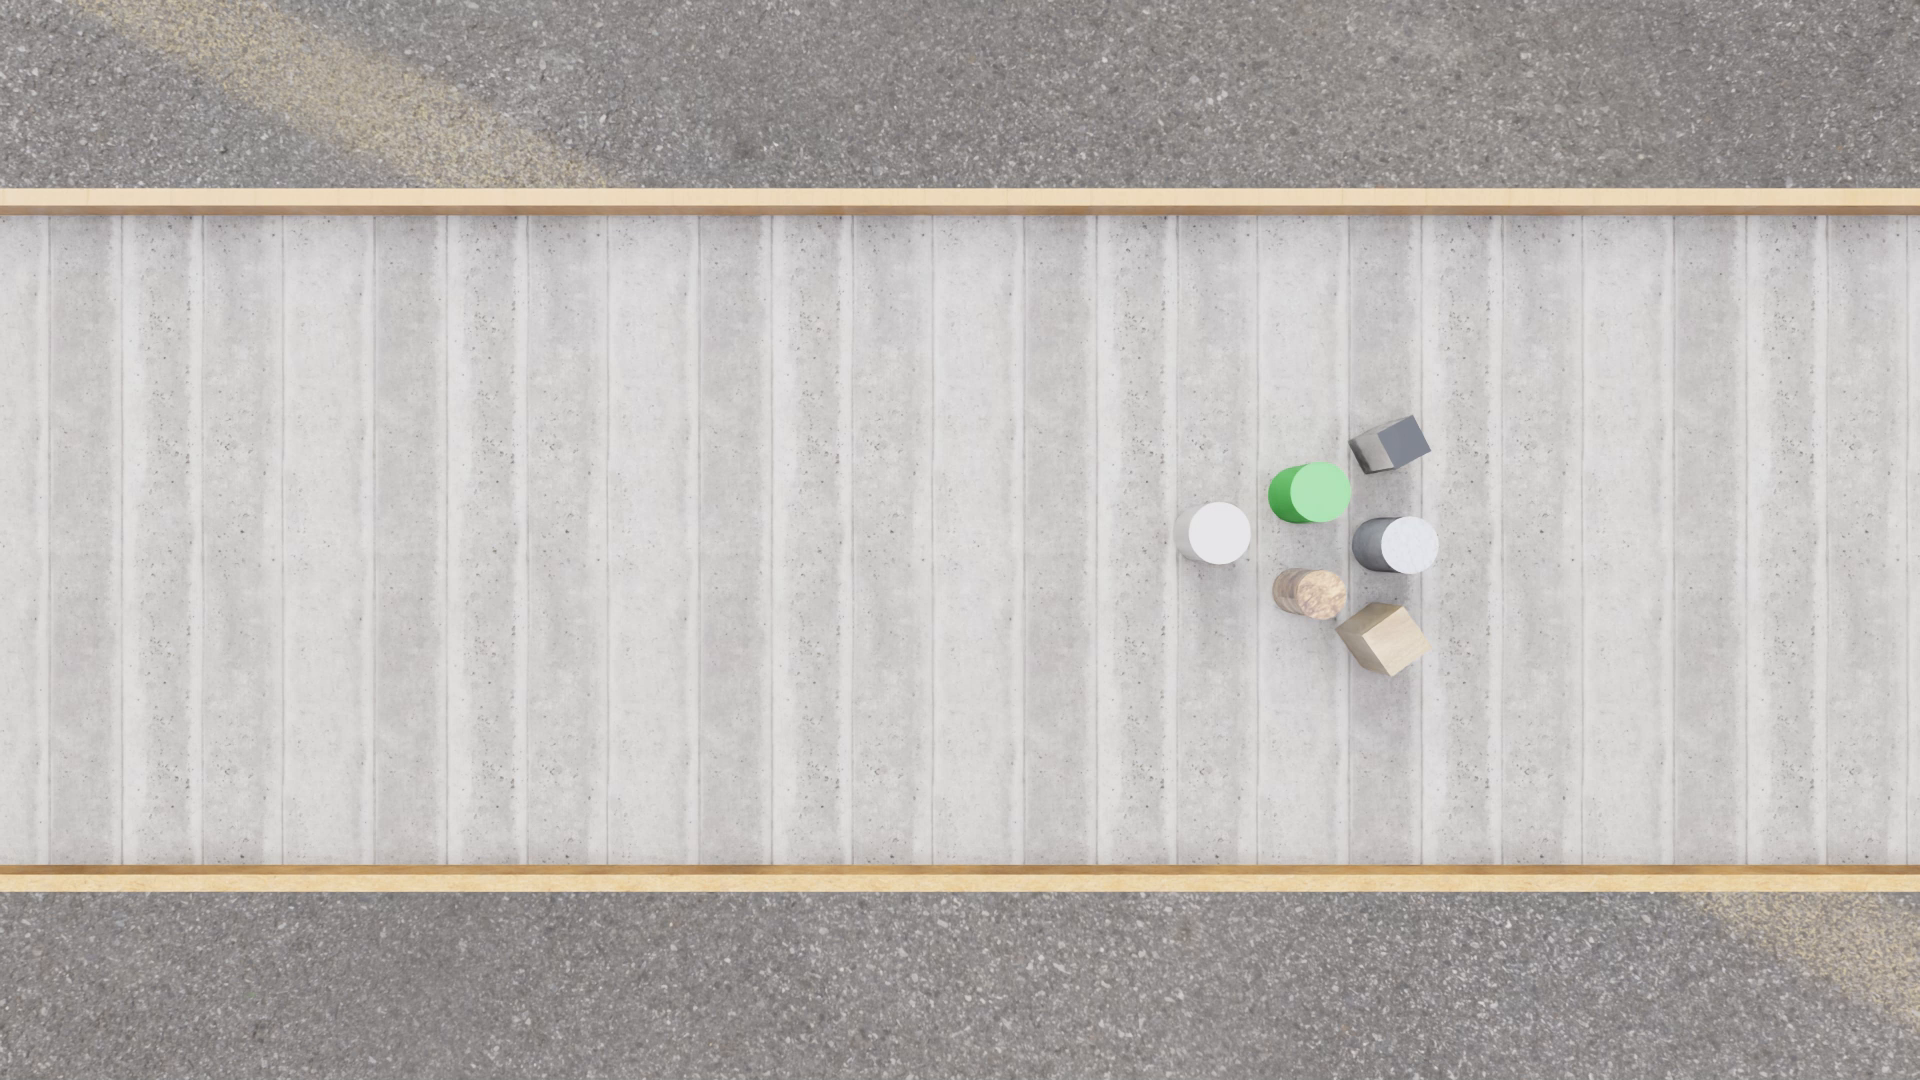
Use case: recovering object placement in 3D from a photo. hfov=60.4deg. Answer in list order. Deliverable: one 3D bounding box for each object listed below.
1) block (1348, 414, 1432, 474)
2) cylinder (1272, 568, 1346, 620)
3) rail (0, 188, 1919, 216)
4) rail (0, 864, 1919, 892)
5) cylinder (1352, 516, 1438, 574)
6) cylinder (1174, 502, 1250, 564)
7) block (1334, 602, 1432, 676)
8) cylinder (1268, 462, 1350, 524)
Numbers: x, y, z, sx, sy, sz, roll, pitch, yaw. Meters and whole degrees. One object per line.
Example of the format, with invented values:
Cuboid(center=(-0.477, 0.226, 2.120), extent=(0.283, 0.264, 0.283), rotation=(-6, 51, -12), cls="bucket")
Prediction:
Cuboid(center=(1.271, -0.280, 4.897), extent=(0.117, 0.359, 0.117), rotation=(-27, 90, 0), cls="block")
Cuboid(center=(1.031, 0.156, 4.890), extent=(0.140, 0.374, 0.140), rotation=(0, 90, 0), cls="cylinder")
Cuboid(center=(-2.247, -1.025, 5.002), extent=(12.000, 0.150, 0.050), rotation=(0, 90, 0), cls="rail")
Cuboid(center=(-2.247, 1.025, 5.001), extent=(12.000, 0.150, 0.050), rotation=(0, 90, 0), cls="rail")
Cuboid(center=(1.288, 0.015, 4.899), extent=(0.165, 0.356, 0.165), rotation=(0, 90, 0), cls="cylinder")
Cuboid(center=(0.746, -0.020, 4.905), extent=(0.179, 0.343, 0.179), rotation=(0, 90, 0), cls="cylinder")
Cuboid(center=(1.254, 0.291, 4.902), extent=(0.145, 0.349, 0.145), rotation=(-36, 90, 0), cls="block")
Cuboid(center=(1.035, -0.138, 4.904), extent=(0.174, 0.346, 0.174), rotation=(0, 90, 0), cls="cylinder")
